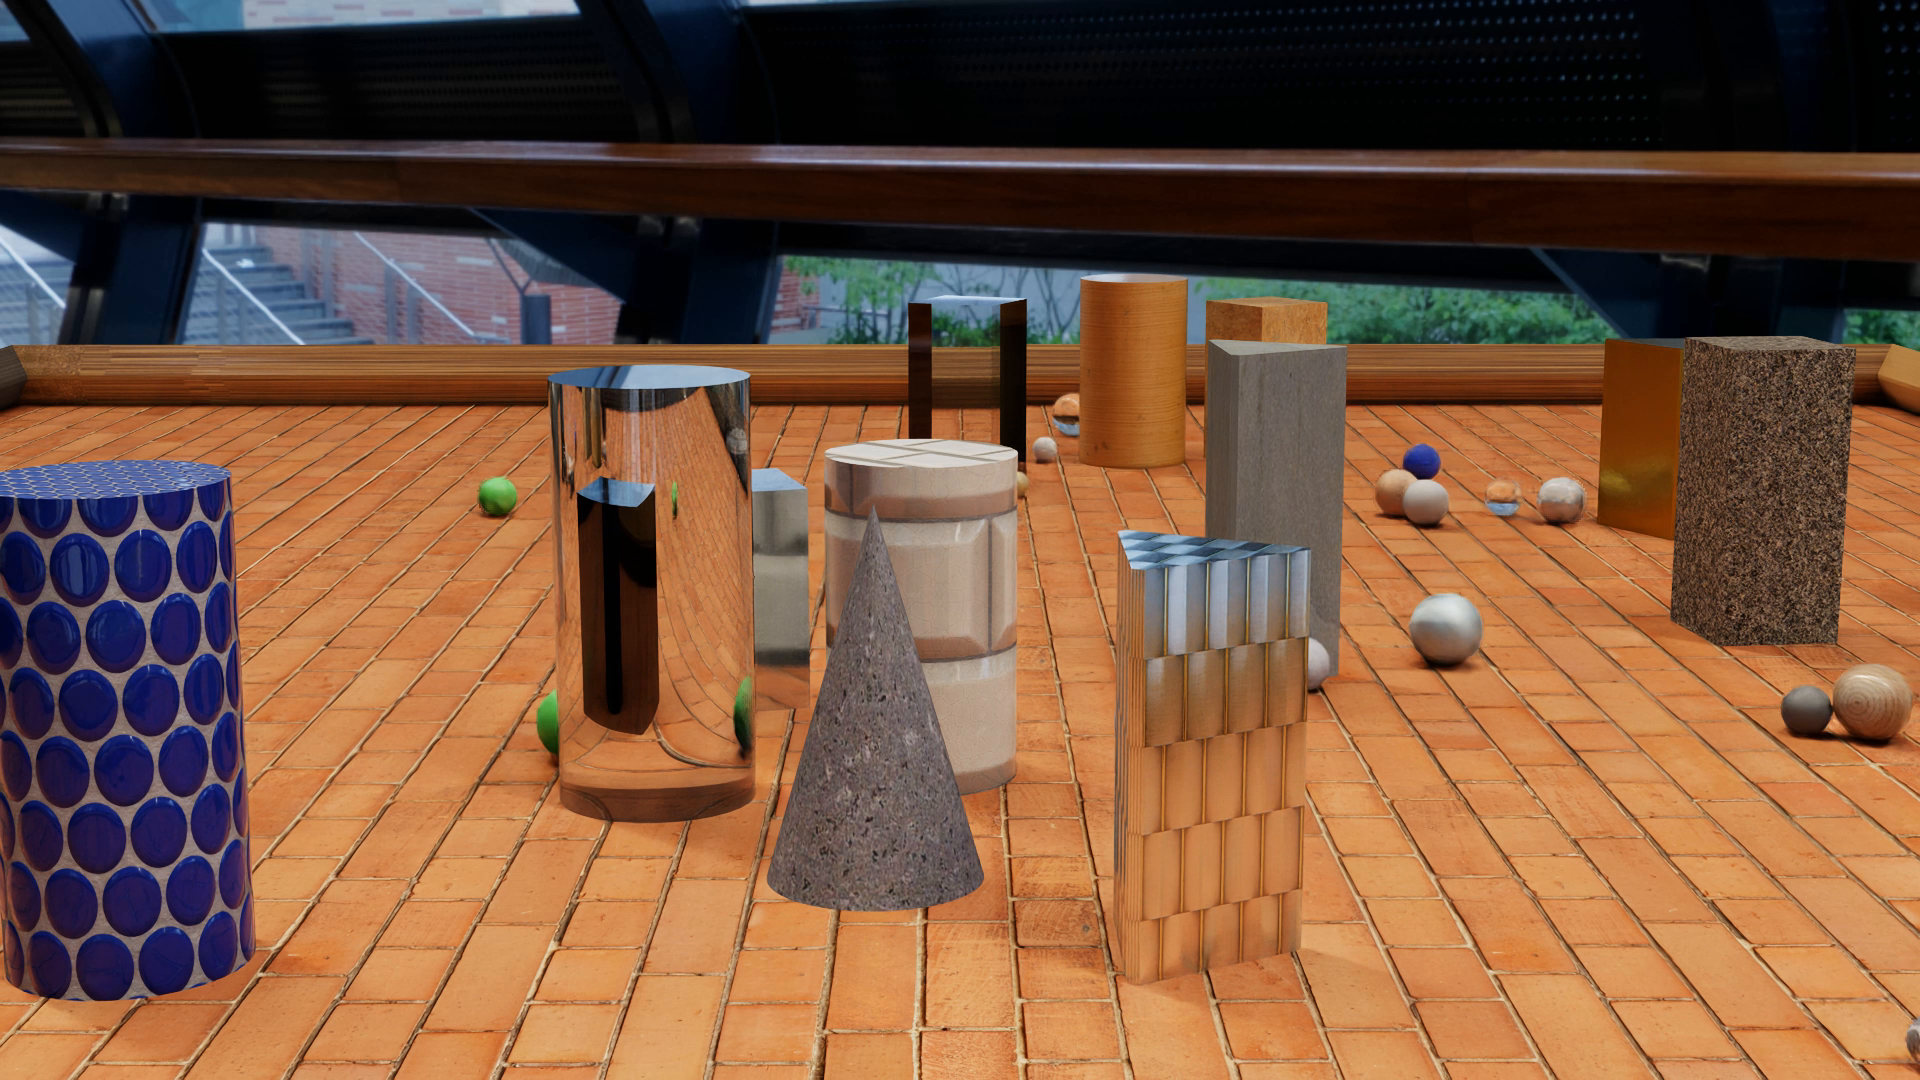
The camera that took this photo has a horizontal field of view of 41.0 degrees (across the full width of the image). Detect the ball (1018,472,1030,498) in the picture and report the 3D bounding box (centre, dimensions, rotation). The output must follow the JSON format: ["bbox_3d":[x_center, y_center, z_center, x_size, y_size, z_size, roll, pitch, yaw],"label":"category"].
[{"bbox_3d":[0.096,-0.095,4.375,0.045,0.045,0.045,0,10,0],"label":"ball"}]

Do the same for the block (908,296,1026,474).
[{"bbox_3d":[0.014,-0.264,4.533,0.158,0.319,0.158,5,11,24],"label":"block"}]

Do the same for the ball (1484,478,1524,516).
[{"bbox_3d":[0.888,-0.070,4.190,0.063,0.063,0.063,0,10,0],"label":"ball"}]

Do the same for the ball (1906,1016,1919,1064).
[{"bbox_3d":[0.716,0.368,1.884,0.042,0.042,0.042,0,10,0],"label":"ball"}]

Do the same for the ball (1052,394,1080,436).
[{"bbox_3d":[0.225,-0.250,5.105,0.084,0.084,0.084,0,10,0],"label":"ball"}]

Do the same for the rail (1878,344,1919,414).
[{"bbox_3d":[2.016,0.031,3.460,0.045,0.128,4.325,0,10,0],"label":"rail"}]

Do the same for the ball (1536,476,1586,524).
[{"bbox_3d":[0.965,-0.063,4.120,0.076,0.076,0.076,0,10,0],"label":"ball"}]

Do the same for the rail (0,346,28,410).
[{"bbox_3d":[-2.016,0.035,3.437,0.045,0.128,4.325,0,10,0],"label":"rail"}]

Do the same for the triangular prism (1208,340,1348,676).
[{"bbox_3d":[0.345,-0.036,3.083,0.171,0.399,0.148,-7,13,-33],"label":"triangular prism"}]

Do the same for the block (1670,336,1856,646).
[{"bbox_3d":[1.032,-0.066,3.308,0.158,0.377,0.158,-1,11,-7],"label":"block"}]

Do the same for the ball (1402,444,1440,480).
[{"bbox_3d":[0.815,-0.136,4.534,0.068,0.068,0.068,0,10,0],"label":"ball"}]

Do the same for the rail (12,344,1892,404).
[{"bbox_3d":[-0.012,-0.356,5.552,4.080,0.128,0.045,0,10,0],"label":"rail"}]

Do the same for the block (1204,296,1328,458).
[{"bbox_3d":[0.568,-0.297,4.779,0.158,0.295,0.158,-7,13,-34],"label":"block"}]

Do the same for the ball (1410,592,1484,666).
[{"bbox_3d":[0.597,0.109,3.152,0.089,0.089,0.089,0,10,0],"label":"ball"}]

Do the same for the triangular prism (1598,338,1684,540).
[{"bbox_3d":[1.089,-0.166,4.065,0.148,0.298,0.171,6,12,31],"label":"triangular prism"}]

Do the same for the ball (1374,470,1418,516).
[{"bbox_3d":[0.716,-0.078,4.195,0.077,0.077,0.077,0,10,0],"label":"ball"}]

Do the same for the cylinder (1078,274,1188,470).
[{"bbox_3d":[0.321,-0.315,4.751,0.198,0.340,0.198,0,10,0],"label":"cylinder"}]

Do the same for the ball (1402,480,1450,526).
[{"bbox_3d":[0.746,-0.060,4.104,0.074,0.074,0.074,0,10,0],"label":"ball"}]

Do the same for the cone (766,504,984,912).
[{"bbox_3d":[-0.077,0.136,2.302,0.198,0.345,0.198,0,10,0],"label":"cone"}]

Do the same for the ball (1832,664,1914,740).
[{"bbox_3d":[0.996,0.177,2.800,0.084,0.084,0.084,0,10,0],"label":"ball"}]

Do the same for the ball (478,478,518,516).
[{"bbox_3d":[-0.756,-0.071,4.201,0.062,0.062,0.062,0,10,0],"label":"ball"}]

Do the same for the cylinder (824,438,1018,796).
[{"bbox_3d":[-0.040,0.076,2.649,0.198,0.336,0.198,0,10,0],"label":"cylinder"}]

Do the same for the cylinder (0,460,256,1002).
[{"bbox_3d":[-0.684,0.148,2.082,0.198,0.401,0.198,0,10,0],"label":"cylinder"}]

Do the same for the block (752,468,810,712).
[{"bbox_3d":[-0.270,0.058,2.974,0.158,0.255,0.158,-3,11,-16],"label":"block"}]

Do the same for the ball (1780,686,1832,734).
[{"bbox_3d":[0.932,0.187,2.825,0.054,0.054,0.054,0,10,0],"label":"ball"}]

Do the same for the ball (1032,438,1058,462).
[{"bbox_3d":[0.158,-0.168,4.764,0.047,0.047,0.047,0,10,0],"label":"ball"}]

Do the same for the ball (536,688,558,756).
[{"bbox_3d":[-0.409,0.193,2.722,0.081,0.081,0.081,0,10,0],"label":"ball"}]

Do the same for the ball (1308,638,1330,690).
[{"bbox_3d":[0.404,0.146,3.021,0.064,0.064,0.064,0,10,0],"label":"ball"}]

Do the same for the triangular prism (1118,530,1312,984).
[{"bbox_3d":[0.174,0.170,2.133,0.171,0.340,0.148,-6,12,-30],"label":"triangular prism"}]

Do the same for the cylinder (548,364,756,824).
[{"bbox_3d":[-0.305,0.049,2.555,0.198,0.425,0.198,0,10,0],"label":"cylinder"}]
